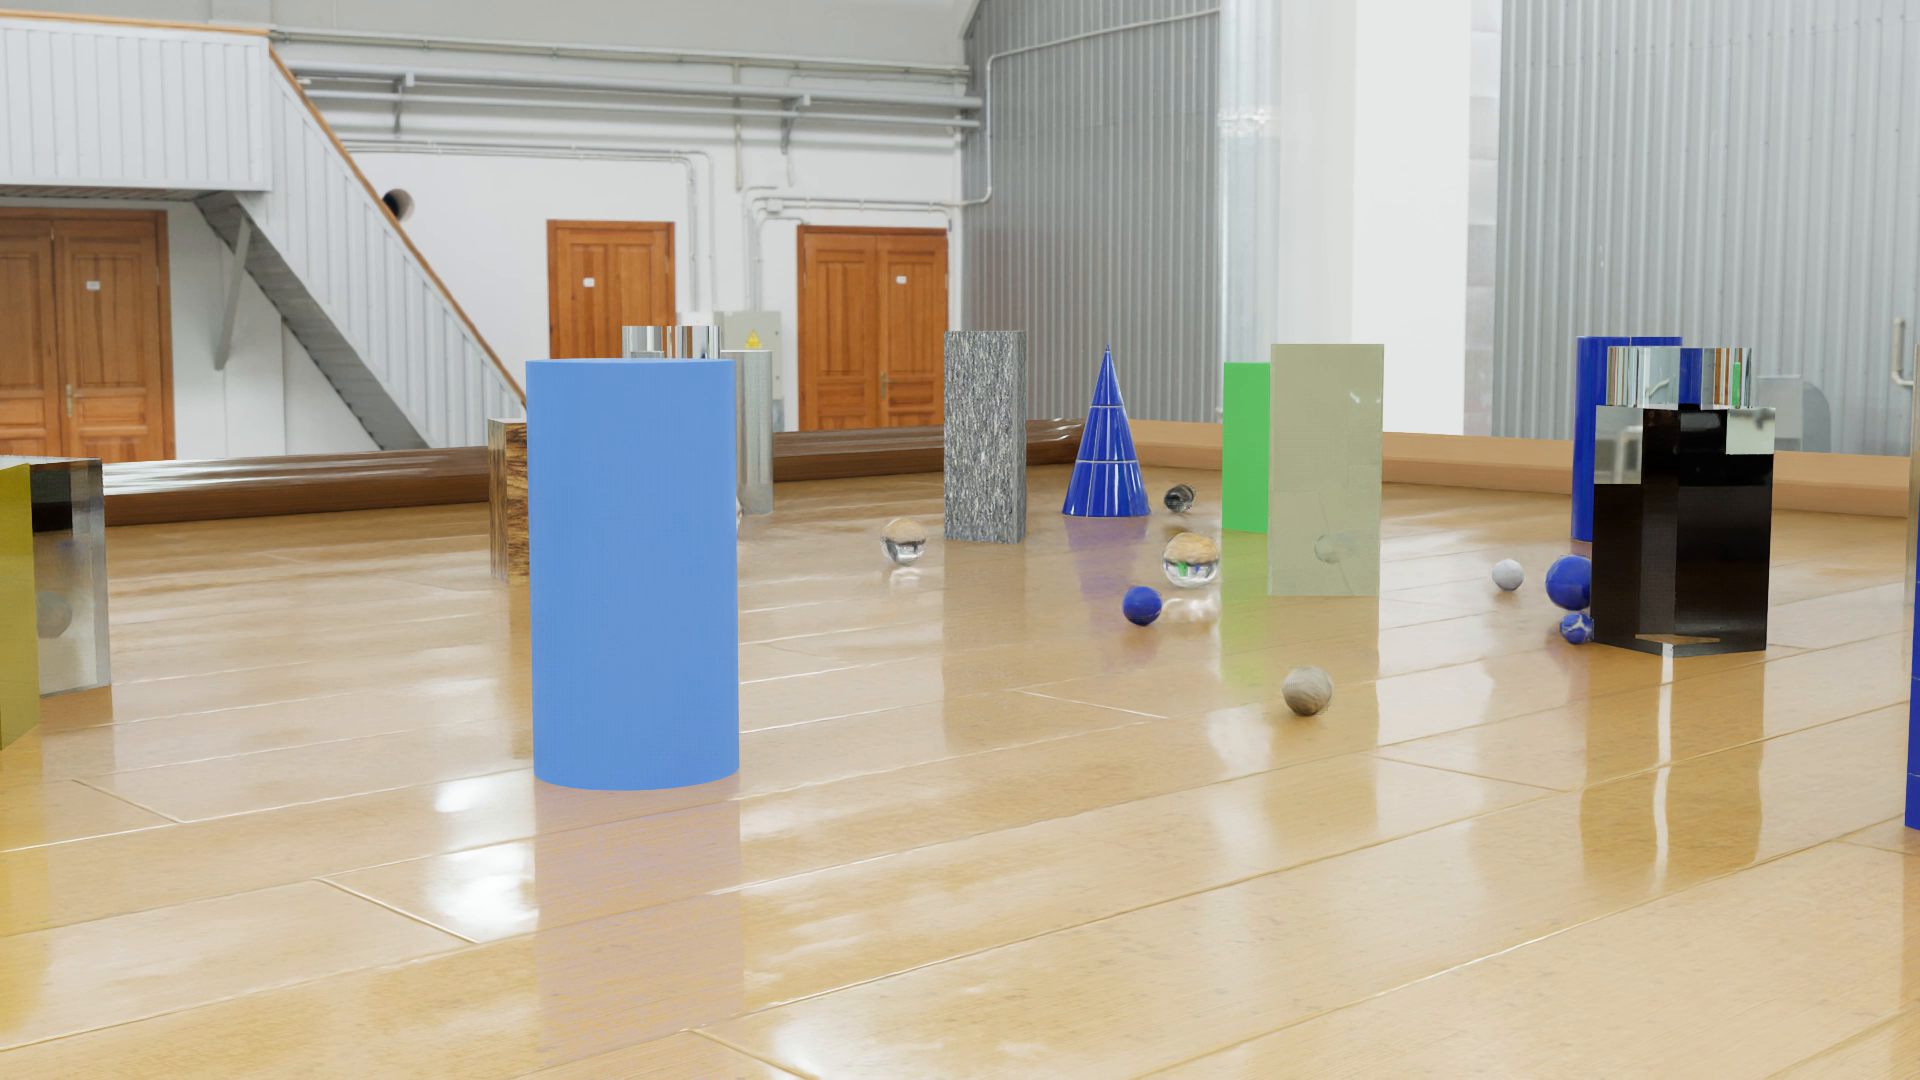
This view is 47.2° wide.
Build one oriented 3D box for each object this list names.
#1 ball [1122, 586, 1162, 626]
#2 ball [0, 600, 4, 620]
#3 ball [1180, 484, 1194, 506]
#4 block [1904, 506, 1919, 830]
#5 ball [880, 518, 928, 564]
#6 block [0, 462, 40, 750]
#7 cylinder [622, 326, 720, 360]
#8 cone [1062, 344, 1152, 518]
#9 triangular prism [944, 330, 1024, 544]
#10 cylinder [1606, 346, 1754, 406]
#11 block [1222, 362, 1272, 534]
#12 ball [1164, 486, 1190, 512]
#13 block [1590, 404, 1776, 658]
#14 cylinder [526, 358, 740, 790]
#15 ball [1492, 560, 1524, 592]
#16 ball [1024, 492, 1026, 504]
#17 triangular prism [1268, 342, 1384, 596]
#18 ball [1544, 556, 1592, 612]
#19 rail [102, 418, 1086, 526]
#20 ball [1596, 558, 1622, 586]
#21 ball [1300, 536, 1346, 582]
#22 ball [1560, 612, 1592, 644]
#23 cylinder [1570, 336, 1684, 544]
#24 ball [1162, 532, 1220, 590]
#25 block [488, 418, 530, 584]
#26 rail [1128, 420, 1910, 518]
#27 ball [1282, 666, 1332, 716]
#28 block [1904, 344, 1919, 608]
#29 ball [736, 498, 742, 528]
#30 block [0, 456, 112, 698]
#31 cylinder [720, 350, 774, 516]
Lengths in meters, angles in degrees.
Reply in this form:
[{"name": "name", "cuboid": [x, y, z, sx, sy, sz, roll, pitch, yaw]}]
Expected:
[{"name": "ball", "cuboid": [0.258, 0.093, 3.119, 0.057, 0.057, 0.057, 0, 6, 0]}, {"name": "ball", "cuboid": [-1.360, 0.097, 3.043, 0.066, 0.066, 0.066, 0, 6, 0]}, {"name": "ball", "cuboid": [0.500, -0.097, 4.960, 0.054, 0.054, 0.054, 0, 6, 0]}, {"name": "block", "cuboid": [0.917, 0.075, 1.834, 0.159, 0.360, 0.159, -2, 6, -15]}, {"name": "ball", "cuboid": [-0.099, 0.001, 3.879, 0.082, 0.082, 0.082, 0, 6, 0]}, {"name": "block", "cuboid": [-1.065, 0.067, 2.285, 0.159, 0.283, 0.159, -1, 6, -9]}, {"name": "cylinder", "cuboid": [-0.584, -0.228, 4.473, 0.199, 0.414, 0.199, 0, 6, 0]}, {"name": "cone", "cuboid": [0.323, -0.245, 4.822, 0.199, 0.377, 0.199, 0, 6, 0]}, {"name": "triangular prism", "cuboid": [0.082, -0.205, 4.300, 0.172, 0.405, 0.149, 5, 7, 37]}, {"name": "cylinder", "cuboid": [1.024, -0.079, 3.146, 0.199, 0.393, 0.199, 0, 6, 0]}, {"name": "block", "cuboid": [0.649, -0.192, 4.487, 0.159, 0.340, 0.159, -4, 7, -35]}, {"name": "ball", "cuboid": [0.476, -0.089, 4.837, 0.057, 0.057, 0.057, 0, 6, 0]}, {"name": "block", "cuboid": [0.955, -0.017, 2.916, 0.159, 0.319, 0.159, -3, 7, -24]}, {"name": "cylinder", "cuboid": [-0.315, 0.026, 2.125, 0.199, 0.397, 0.199, 0, 6, 0]}, {"name": "ball", "cuboid": [0.874, 0.056, 3.505, 0.051, 0.051, 0.051, 0, 6, 0]}, {"name": "ball", "cuboid": [0.113, -0.093, 4.859, 0.067, 0.067, 0.067, 0, 6, 0]}, {"name": "triangular prism", "cuboid": [0.572, -0.116, 3.505, 0.172, 0.394, 0.149, 0, 6, 1]}, {"name": "ball", "cuboid": [0.903, 0.063, 3.235, 0.082, 0.082, 0.082, 0, 6, 0]}, {"name": "rail", "cuboid": [-1.402, -0.124, 4.843, 4.937, 0.129, 0.045, -5, 8, -42]}, {"name": "ball", "cuboid": [1.054, 0.052, 3.578, 0.043, 0.043, 0.043, 0, 6, 0]}, {"name": "ball", "cuboid": [0.597, 0.031, 3.628, 0.075, 0.075, 0.075, 0, 6, 0]}, {"name": "ball", "cuboid": [0.826, 0.118, 2.946, 0.043, 0.043, 0.043, 0, 6, 0]}, {"name": "cylinder", "cuboid": [1.294, -0.197, 4.268, 0.199, 0.396, 0.199, 0, 6, 0]}, {"name": "ball", "cuboid": [0.371, 0.032, 3.530, 0.093, 0.093, 0.093, 0, 6, 0]}, {"name": "block", "cuboid": [-0.692, -0.069, 3.675, 0.159, 0.264, 0.159, -2, 6, -22]}, {"name": "rail", "cuboid": [1.797, -0.138, 4.981, 0.045, 0.129, 4.183, -5, 8, -42]}, {"name": "ball", "cuboid": [0.384, 0.166, 2.430, 0.054, 0.054, 0.054, 0, 6, 0]}, {"name": "block", "cuboid": [1.518, -0.094, 3.290, 0.159, 0.394, 0.159, 2, 6, 15]}, {"name": "ball", "cuboid": [-0.479, -0.055, 4.332, 0.099, 0.099, 0.099, 0, 6, 0]}, {"name": "block", "cuboid": [-1.119, 0.043, 2.574, 0.159, 0.270, 0.159, 3, 7, 25]}, {"name": "cylinder", "cuboid": [-0.513, -0.240, 4.868, 0.199, 0.356, 0.199, 0, 6, 0]}]
